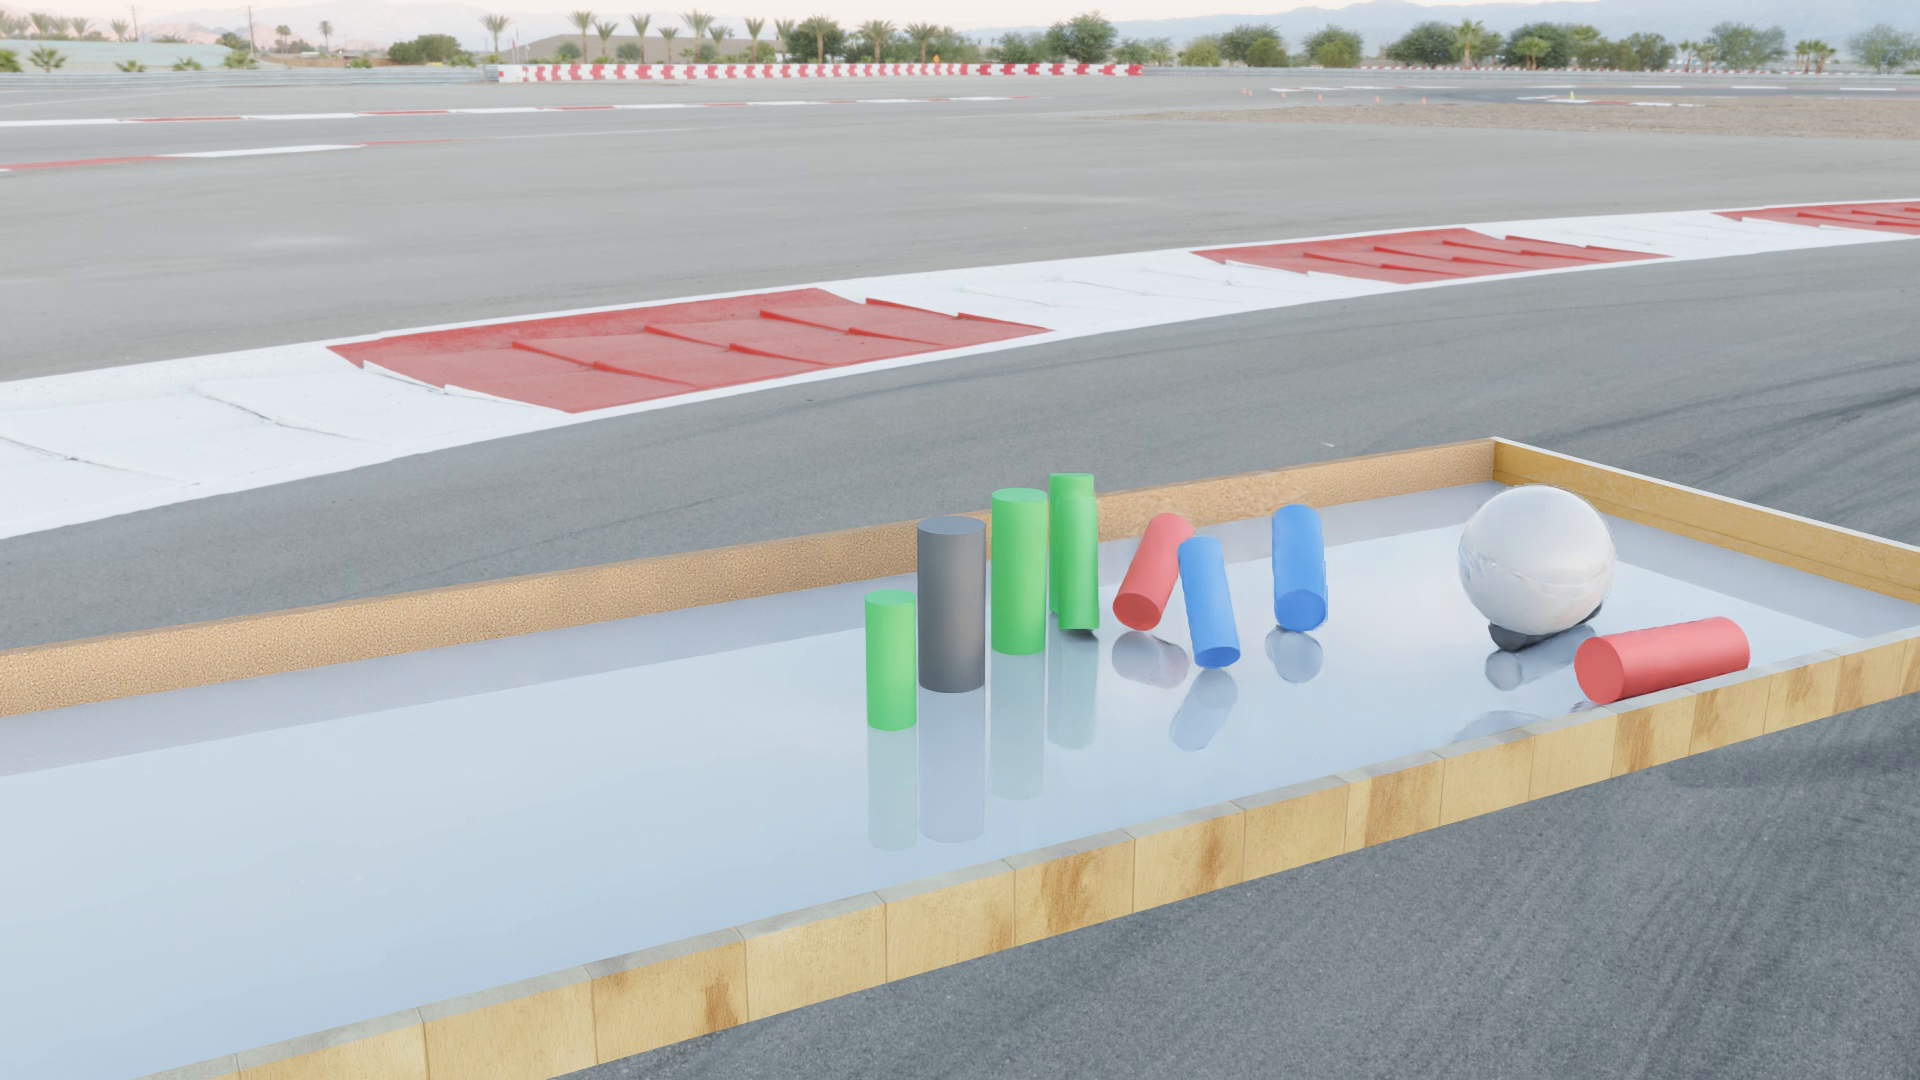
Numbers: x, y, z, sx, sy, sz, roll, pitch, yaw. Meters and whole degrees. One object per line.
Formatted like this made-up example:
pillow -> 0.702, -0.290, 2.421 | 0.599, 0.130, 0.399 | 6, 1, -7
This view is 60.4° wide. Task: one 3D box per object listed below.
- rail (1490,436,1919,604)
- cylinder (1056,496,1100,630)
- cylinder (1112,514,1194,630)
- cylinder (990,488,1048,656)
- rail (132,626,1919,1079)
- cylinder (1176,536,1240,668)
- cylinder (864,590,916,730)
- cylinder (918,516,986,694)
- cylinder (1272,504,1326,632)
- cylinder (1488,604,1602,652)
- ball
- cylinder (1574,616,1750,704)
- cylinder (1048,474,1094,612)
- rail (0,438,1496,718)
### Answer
rail -> 2.466, -0.048, 5.253 | 0.050, 0.150, 2.100 | -9, 18, -27
cylinder -> 0.321, 0.065, 4.480 | 0.109, 0.354, 0.109 | -1, -5, 0
cylinder -> 0.542, 0.086, 4.591 | 0.136, 0.136, 0.352 | 7, 41, 22
cylinder -> 0.155, 0.082, 4.338 | 0.147, 0.416, 0.147 | 0, 16, 0
rail -> -2.336, 1.006, 1.665 | 12.000, 0.150, 0.050 | -9, 18, -27
cylinder -> 0.642, 0.160, 4.271 | 0.117, 0.117, 0.328 | -2, 58, -5
cylinder -> -0.161, 0.280, 3.855 | 0.118, 0.309, 0.118 | 0, 16, 0
cylinder -> -0.021, 0.159, 4.092 | 0.169, 0.408, 0.169 | 0, 16, 0
cylinder -> 0.953, 0.073, 4.651 | 0.140, 0.140, 0.450 | 2, 32, 8
cylinder -> 1.587, 0.204, 4.462 | 0.382, 0.112, 0.112 | -14, 21, -39
ball -> 1.434, 0.050, 4.114 | 0.374, 0.374, 0.374 | 0, 16, 0
cylinder -> 1.729, 0.295, 4.061 | 0.399, 0.164, 0.164 | -7, 18, -21
cylinder -> 0.312, 0.008, 4.625 | 0.126, 0.379, 0.126 | 0, 5, 0
rail -> -3.305, 0.497, 3.399 | 12.000, 0.150, 0.050 | -9, 18, -27
